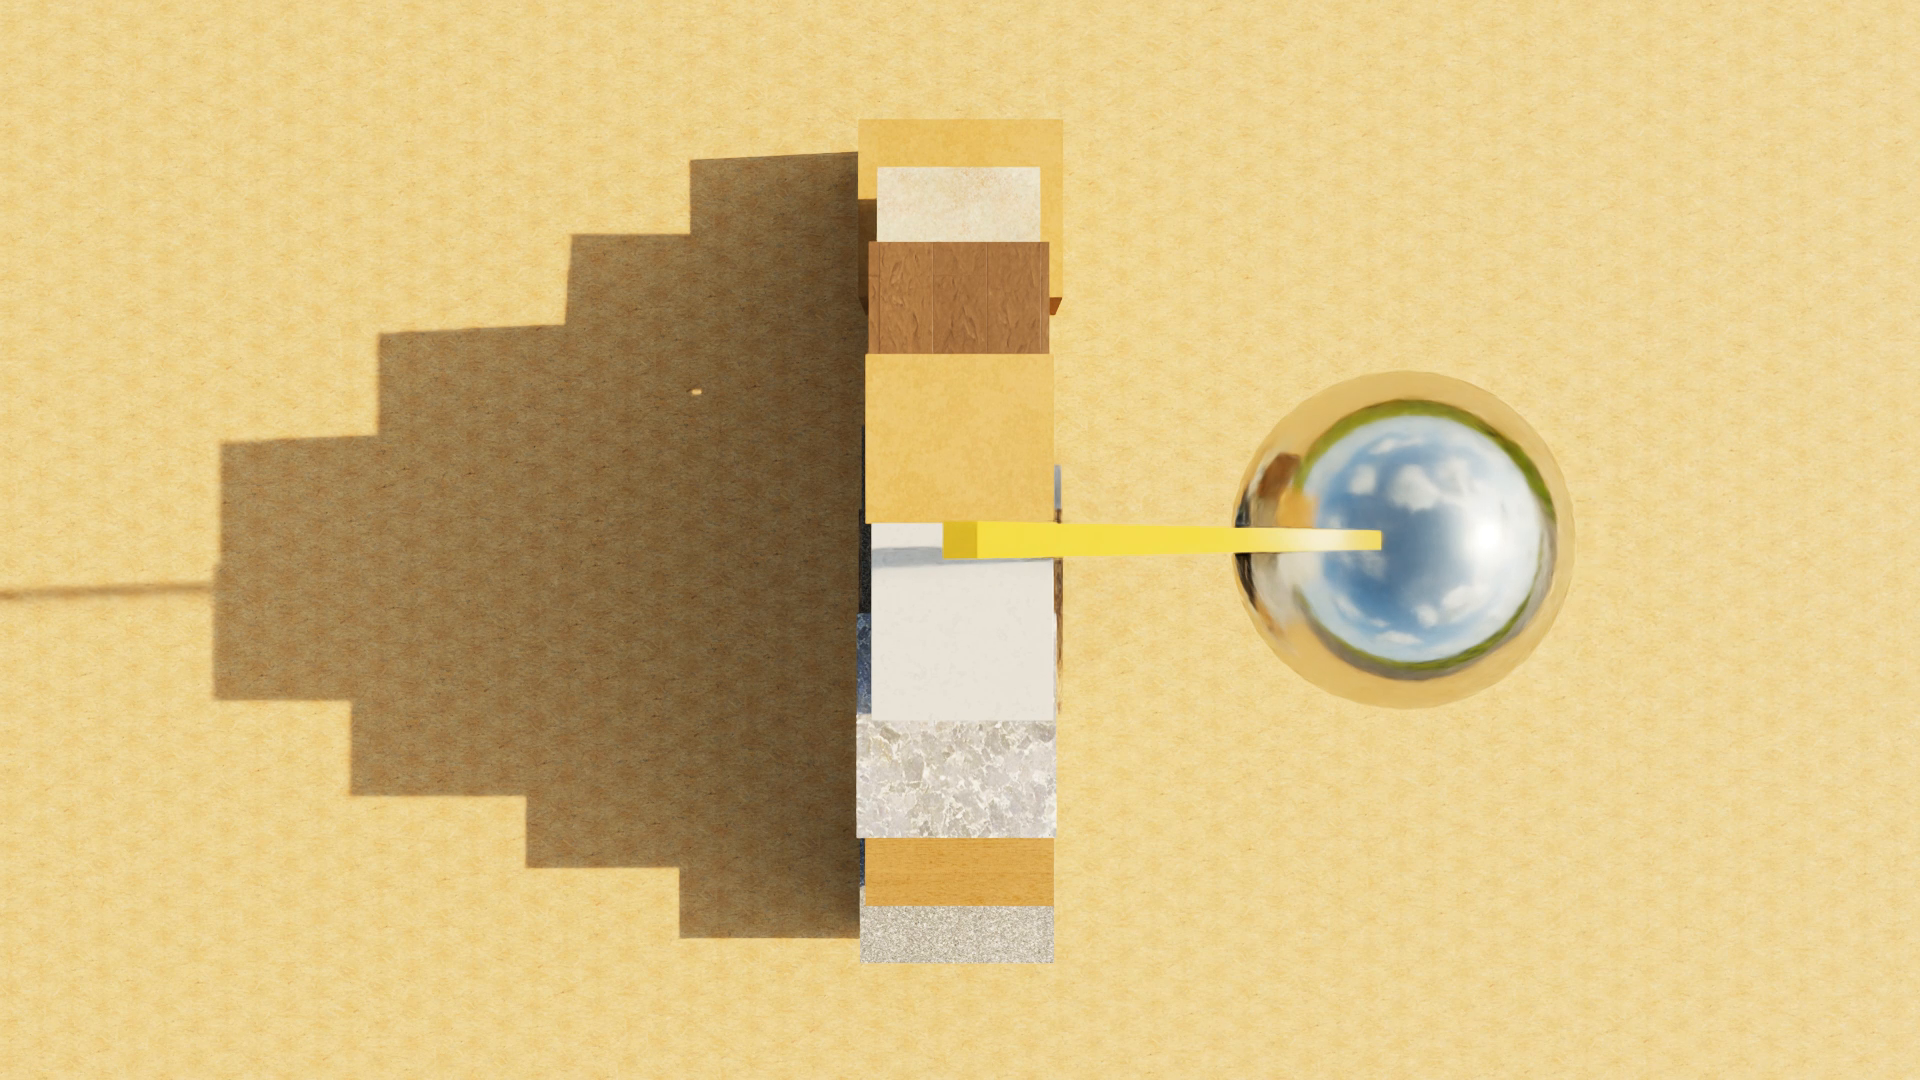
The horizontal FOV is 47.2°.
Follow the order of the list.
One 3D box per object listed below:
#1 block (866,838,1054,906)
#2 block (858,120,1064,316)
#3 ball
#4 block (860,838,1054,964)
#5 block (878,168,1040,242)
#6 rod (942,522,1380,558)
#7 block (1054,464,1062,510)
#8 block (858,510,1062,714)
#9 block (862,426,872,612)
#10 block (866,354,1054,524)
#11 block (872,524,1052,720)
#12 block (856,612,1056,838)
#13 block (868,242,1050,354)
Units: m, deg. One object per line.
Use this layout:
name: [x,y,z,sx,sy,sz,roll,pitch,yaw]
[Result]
block: [-0.002,1.365,11.499,0.947,0.912,0.950,0,90,0]
block: [0.004,-1.815,12.512,1.120,0.976,0.973,0,90,0]
ball: [2.074,0.000,10.354,1.600,1.600,1.600,0,90,0]
block: [-0.016,1.824,12.478,1.056,1.045,0.953,0,90,0]
block: [-0.007,-1.423,11.602,0.833,0.780,0.913,0,86,0]
rod: [0.899,0.000,7.164,0.080,5.200,0.080,0,90,20]
block: [0.011,0.056,12.516,1.089,0.969,0.936,0,90,0]
block: [0.004,0.363,11.587,1.033,0.890,1.040,0,90,0]
block: [-0.015,-0.099,10.685,0.886,0.901,0.872,0,90,0]
block: [-0.001,-0.425,9.721,0.794,0.892,0.714,0,90,0]
block: [0.010,0.345,9.644,0.759,0.860,0.826,0,90,0]
block: [-0.015,0.853,10.559,0.915,0.976,1.027,0,90,0]
block: [-0.004,-0.962,10.652,0.836,0.966,0.835,0,90,0]
